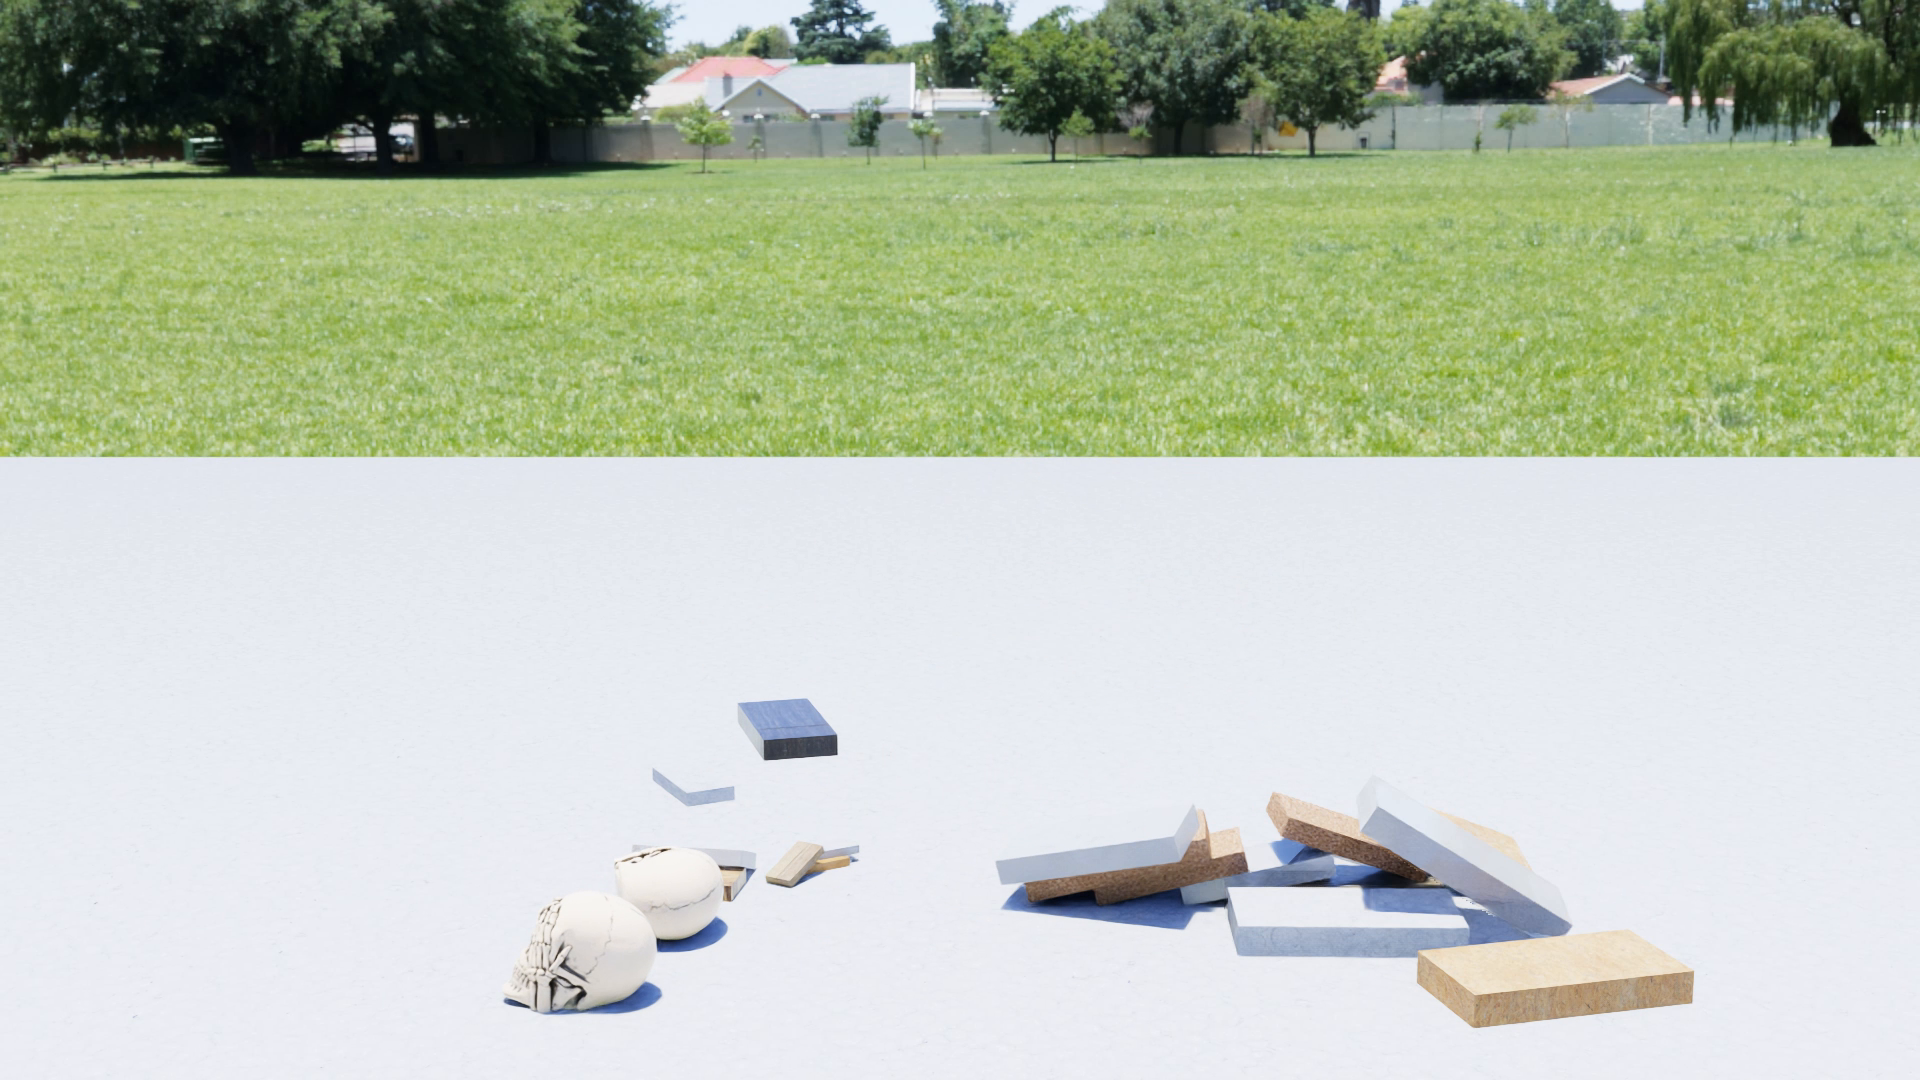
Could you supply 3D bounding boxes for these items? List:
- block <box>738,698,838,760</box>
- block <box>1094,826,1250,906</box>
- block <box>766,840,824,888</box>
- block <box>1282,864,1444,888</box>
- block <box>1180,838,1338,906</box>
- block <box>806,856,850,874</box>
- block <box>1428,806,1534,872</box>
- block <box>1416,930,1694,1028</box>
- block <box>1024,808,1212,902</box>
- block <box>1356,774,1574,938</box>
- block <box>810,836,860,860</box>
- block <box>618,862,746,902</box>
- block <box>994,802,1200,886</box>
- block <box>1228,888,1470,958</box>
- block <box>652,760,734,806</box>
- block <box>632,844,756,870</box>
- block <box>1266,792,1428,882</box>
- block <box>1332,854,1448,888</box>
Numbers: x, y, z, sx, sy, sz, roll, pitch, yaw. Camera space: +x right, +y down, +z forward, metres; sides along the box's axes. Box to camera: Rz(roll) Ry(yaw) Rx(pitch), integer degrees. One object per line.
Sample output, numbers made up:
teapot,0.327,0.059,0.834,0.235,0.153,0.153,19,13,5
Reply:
block,-0.364,0.394,4.604,0.153,0.043,0.306,-3,11,-15
block,0.348,0.542,3.657,0.254,0.036,0.127,-14,10,5
block,-0.281,0.552,3.744,0.052,0.015,0.104,6,31,31
block,0.666,0.577,3.638,0.259,0.037,0.130,1,11,6
block,0.491,0.546,3.657,0.254,0.036,0.127,-12,10,5
block,-0.248,0.558,3.801,0.103,0.015,0.052,-6,12,-31
block,0.824,0.503,3.702,0.259,0.037,0.130,20,17,-8
block,0.875,0.644,3.242,0.353,0.050,0.176,-3,11,-15
block,0.262,0.524,3.654,0.306,0.043,0.153,-14,10,7
block,0.798,0.509,3.497,0.353,0.050,0.176,31,13,1
block,-0.233,0.539,3.826,0.103,0.015,0.052,-6,12,-29
block,-0.465,0.572,3.689,0.193,0.027,0.096,2,11,9
block,0.226,0.497,3.600,0.306,0.043,0.153,-11,10,21
block,0.607,0.602,3.466,0.353,0.050,0.176,0,11,2
block,-0.515,0.469,4.244,0.096,0.027,0.193,-5,12,-27
block,-0.454,0.542,3.760,0.193,0.027,0.096,2,-11,10
block,0.644,0.492,3.652,0.254,0.036,0.127,19,11,-8
block,0.766,0.543,3.822,0.130,0.037,0.259,-9,14,-41
